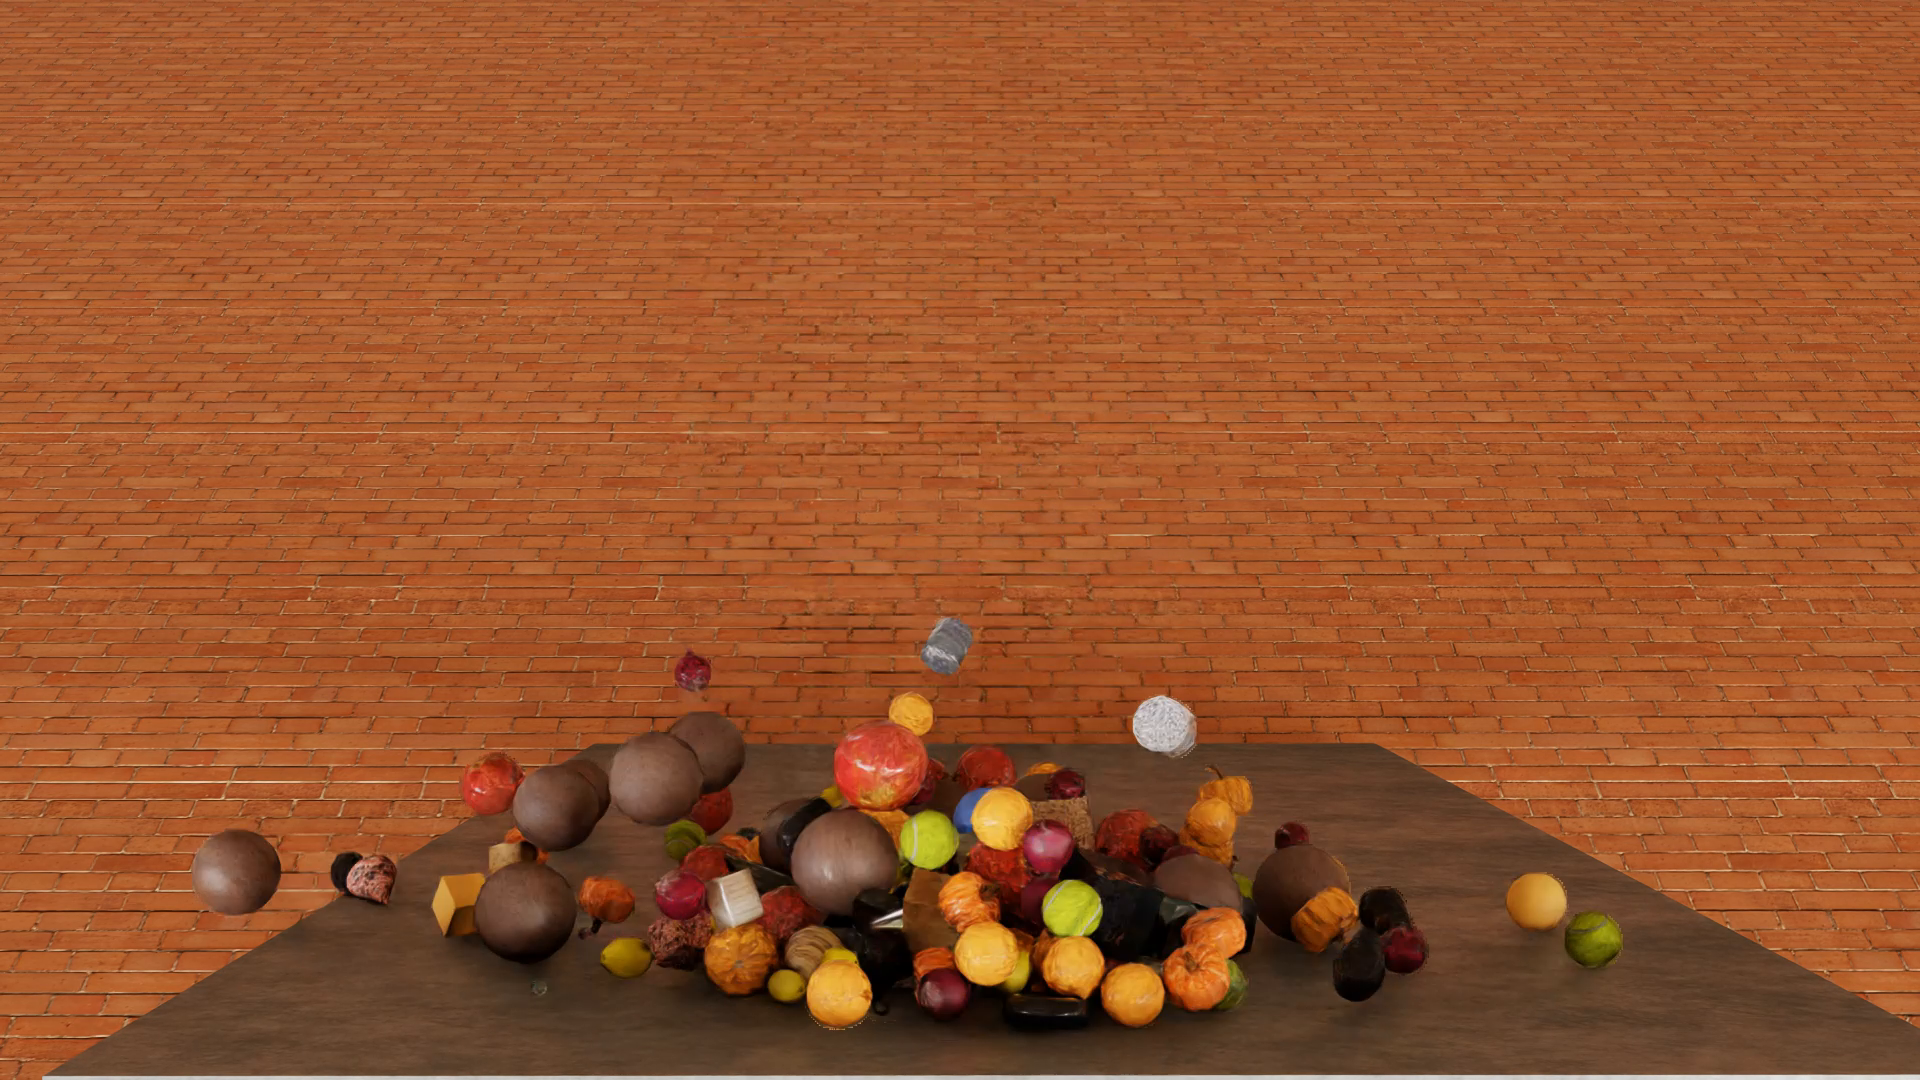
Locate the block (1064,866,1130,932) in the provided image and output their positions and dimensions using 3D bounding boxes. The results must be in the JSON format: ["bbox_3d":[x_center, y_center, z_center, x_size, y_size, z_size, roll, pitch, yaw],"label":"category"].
[{"bbox_3d":[0.180,0.468,3.375,0.057,0.057,0.057,7,26,37],"label":"block"}]

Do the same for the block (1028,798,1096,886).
[{"bbox_3d":[0.146,0.432,3.708,0.085,0.085,0.085,-6,34,8],"label":"block"}]

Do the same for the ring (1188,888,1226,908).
[{"bbox_3d":[0.328,0.501,3.437,0.084,0.084,0.028,-20,26,-32],"label":"ring"}]

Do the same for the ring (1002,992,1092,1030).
[{"bbox_3d":[0.097,0.524,2.880,0.101,0.034,0.101,4,-5,0],"label":"ring"}]

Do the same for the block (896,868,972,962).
[{"bbox_3d":[-0.031,0.448,3.095,0.072,0.072,0.072,12,28,6],"label":"block"}]

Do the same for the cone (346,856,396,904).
[{"bbox_3d":[-0.863,0.521,3.842,0.076,0.076,0.076,-15,34,-24],"label":"cone"}]

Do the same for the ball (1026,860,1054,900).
[{"bbox_3d":[0.140,0.496,3.845,0.083,0.083,0.083,0,29,0],"label":"ball"}]

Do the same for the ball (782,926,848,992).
[{"bbox_3d":[-0.174,0.502,3.098,0.079,0.079,0.079,0,29,0],"label":"ball"}]

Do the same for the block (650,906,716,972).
[{"bbox_3d":[-0.342,0.492,3.189,0.054,0.054,0.054,18,43,-40],"label":"block"}]

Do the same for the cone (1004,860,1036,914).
[{"bbox_3d":[0.039,0.514,3.731,0.099,0.099,0.099,-36,11,33],"label":"cone"}]

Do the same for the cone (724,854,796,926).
[{"bbox_3d":[-0.294,0.463,3.559,0.095,0.095,0.095,-38,17,14],"label":"cone"}]

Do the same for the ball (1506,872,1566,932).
[{"bbox_3d":[0.793,0.498,3.556,0.081,0.081,0.081,0,29,0],"label":"ball"}]

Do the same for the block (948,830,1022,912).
[{"bbox_3d":[0.031,0.432,3.361,0.078,0.078,0.078,-4,56,-9],"label":"block"}]

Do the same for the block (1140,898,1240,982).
[{"bbox_3d":[0.281,0.488,3.167,0.075,0.075,0.075,26,-14,-30],"label":"block"}]

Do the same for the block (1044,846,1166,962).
[{"bbox_3d":[0.172,0.435,3.093,0.092,0.092,0.092,19,8,-22],"label":"block"}]

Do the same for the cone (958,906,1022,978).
[{"bbox_3d":[0.014,0.475,3.187,0.092,0.092,0.092,-30,80,-42],"label":"cone"}]

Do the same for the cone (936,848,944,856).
[{"bbox_3d":[-0.028,0.518,3.853,0.087,0.087,0.087,-24,43,-36],"label":"cone"}]

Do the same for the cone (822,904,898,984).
[{"bbox_3d":[-0.129,0.505,3.198,0.098,0.098,0.098,-3,-15,-5],"label":"cone"}]

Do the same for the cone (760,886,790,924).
[{"bbox_3d":[-0.256,0.481,3.373,0.050,0.050,0.050,-11,31,-23],"label":"cone"}]

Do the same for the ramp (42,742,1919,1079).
[{"bbox_3d":[0.065,0.583,4.630,2.000,0.100,4.000,0,0,0],"label":"ramp"}]

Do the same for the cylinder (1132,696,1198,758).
[{"bbox_3d":[0.306,0.279,3.861,0.083,0.083,0.083,9,-7,16],"label":"cylinder"}]

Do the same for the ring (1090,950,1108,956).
[{"bbox_3d":[0.220,0.508,3.399,0.130,0.043,0.130,-11,14,3],"label":"ring"}]

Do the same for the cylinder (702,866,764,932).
[{"bbox_3d":[-0.270,0.428,3.081,0.059,0.059,0.059,-19,-3,-1],"label":"cylinder"}]

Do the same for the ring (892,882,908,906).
[{"bbox_3d":[-0.049,0.453,3.172,0.081,0.081,0.027,22,59,35],"label":"ring"}]

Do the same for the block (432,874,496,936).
[{"bbox_3d":[-0.679,0.499,3.534,0.058,0.058,0.058,0,39,-35],"label":"block"}]

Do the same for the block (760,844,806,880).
[{"bbox_3d":[-0.281,0.511,4.100,0.050,0.050,0.050,0,0,34],"label":"block"}]

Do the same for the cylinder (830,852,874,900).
[{"bbox_3d":[-0.156,0.501,3.859,0.070,0.070,0.070,0,29,-8],"label":"cylinder"}]

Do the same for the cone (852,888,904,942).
[{"bbox_3d":[-0.108,0.449,3.027,0.065,0.065,0.065,12,58,-21],"label":"cone"}]

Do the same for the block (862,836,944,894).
[{"bbox_3d":[-0.076,0.482,3.704,0.082,0.082,0.082,0,55,30],"label":"block"}]

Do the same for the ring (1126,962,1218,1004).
[{"bbox_3d":[0.251,0.524,3.056,0.110,0.037,0.110,1,0,0],"label":"ring"}]

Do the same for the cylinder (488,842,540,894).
[{"bbox_3d":[-0.678,0.497,3.926,0.072,0.072,0.072,-5,-6,0],"label":"cylinder"}]

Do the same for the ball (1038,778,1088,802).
[{"bbox_3d":[0.189,0.485,4.736,0.095,0.095,0.095,0,29,0],"label":"ball"}]

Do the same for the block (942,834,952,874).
[{"bbox_3d":[0.023,0.435,3.603,0.065,0.065,0.065,21,33,25],"label":"block"}]
